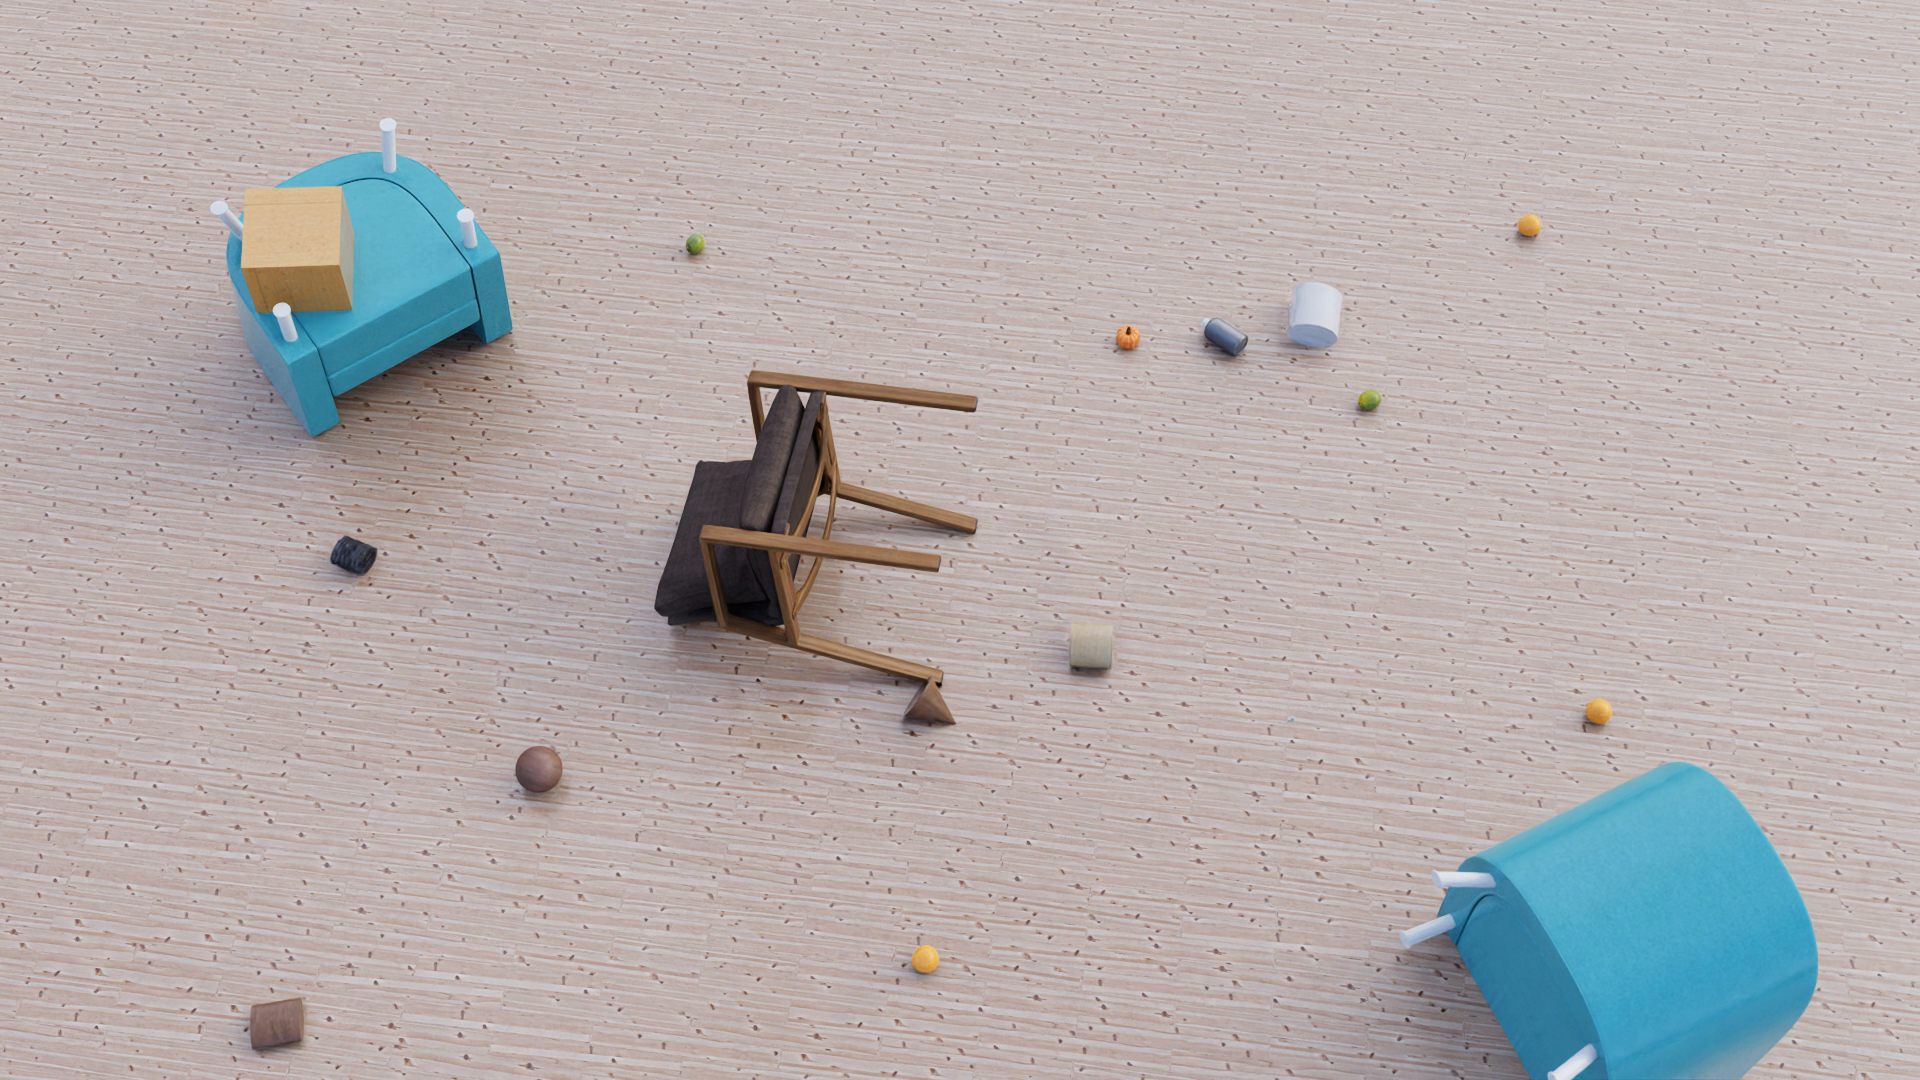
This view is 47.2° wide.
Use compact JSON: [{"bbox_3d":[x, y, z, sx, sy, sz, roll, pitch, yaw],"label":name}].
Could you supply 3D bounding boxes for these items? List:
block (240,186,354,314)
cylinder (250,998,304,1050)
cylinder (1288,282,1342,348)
[{"bbox_3d":[-1.927,-0.845,6.413,0.271,0.238,0.273,-3,64,-7],"label":"block"},{"bbox_3d":[-1.771,1.253,5.704,0.125,0.048,0.122,-9,56,-6],"label":"cylinder"},{"bbox_3d":[1.127,-0.717,6.990,0.159,0.107,0.174,13,57,-2],"label":"cylinder"}]
